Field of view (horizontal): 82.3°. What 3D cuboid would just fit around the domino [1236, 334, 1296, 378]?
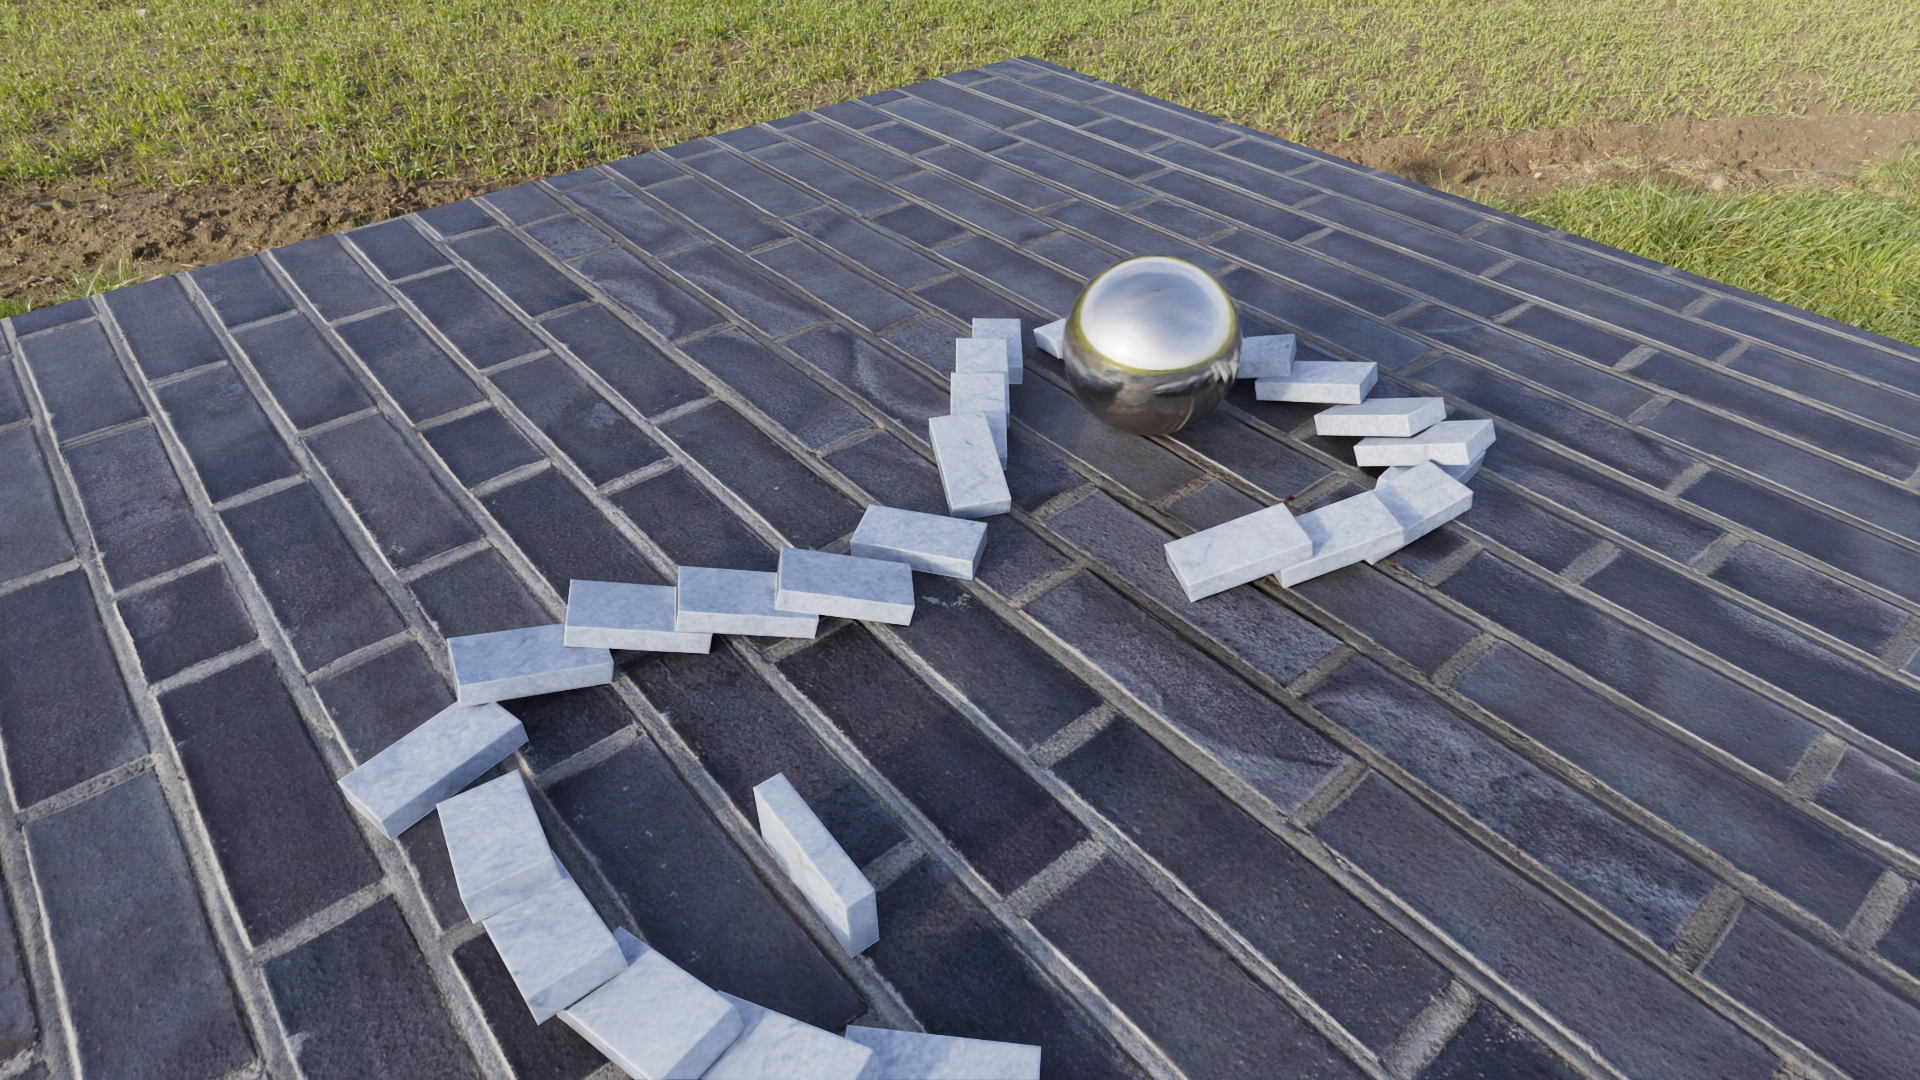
[{"bbox_3d":[0.138,-0.090,0.543,0.050,0.009,0.025,0,36,25],"label":"domino"}]

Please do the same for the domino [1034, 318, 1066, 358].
[{"bbox_3d":[0.066,-0.109,0.567,0.050,0.010,0.025,-22,31,-14],"label":"domino"}]

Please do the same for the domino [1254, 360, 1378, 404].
[{"bbox_3d":[0.170,-0.076,0.525,0.050,0.009,0.025,8,37,37],"label":"domino"}]

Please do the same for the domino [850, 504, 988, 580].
[{"bbox_3d":[-0.016,0.000,0.443,0.050,0.010,0.025,9,40,11],"label":"domino"}]

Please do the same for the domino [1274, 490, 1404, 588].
[{"bbox_3d":[0.145,-0.001,0.434,0.050,0.010,0.025,-20,41,0],"label":"domino"}]

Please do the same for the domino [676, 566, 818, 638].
[{"bbox_3d":[-0.079,0.023,0.406,0.050,0.009,0.025,5,37,-17],"label":"domino"}]

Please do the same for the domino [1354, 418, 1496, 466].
[{"bbox_3d":[0.199,-0.042,0.473,0.025,0.009,0.050,-33,22,-33],"label":"domino"}]

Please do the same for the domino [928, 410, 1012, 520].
[{"bbox_3d":[0.004,-0.032,0.472,0.025,0.010,0.050,-9,56,-8],"label":"domino"}]

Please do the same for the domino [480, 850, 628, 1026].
[{"bbox_3d":[-0.114,0.108,0.302,0.025,0.009,0.050,-28,32,-30],"label":"domino"}]

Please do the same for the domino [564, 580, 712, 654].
[{"bbox_3d":[-0.116,0.028,0.399,0.050,0.009,0.025,5,37,-18],"label":"domino"}]

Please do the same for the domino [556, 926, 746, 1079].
[{"bbox_3d":[-0.082,0.122,0.285,0.050,0.010,0.025,13,39,38],"label":"domino"}]

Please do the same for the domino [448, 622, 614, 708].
[{"bbox_3d":[-0.149,0.042,0.383,0.050,0.009,0.025,-7,38,-30],"label":"domino"}]

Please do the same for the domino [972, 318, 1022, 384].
[{"bbox_3d":[0.019,-0.097,0.562,0.025,0.010,0.050,1,39,1],"label":"domino"}]

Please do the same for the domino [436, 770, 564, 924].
[{"bbox_3d":[-0.137,0.089,0.325,0.025,0.010,0.050,-23,30,-24],"label":"domino"}]

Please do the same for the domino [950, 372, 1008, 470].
[{"bbox_3d":[0.008,-0.054,0.499,0.025,0.010,0.050,0,55,0],"label":"domino"}]

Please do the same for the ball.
[{"bbox_3d":[0.086,-0.087,0.494,0.080,0.080,0.080,0,39,0],"label":"ball"}]

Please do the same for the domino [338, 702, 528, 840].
[{"bbox_3d":[-0.170,0.071,0.356,0.025,0.010,0.050,26,46,28],"label":"domino"}]

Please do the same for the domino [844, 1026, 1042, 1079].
[{"bbox_3d":[-0.006,0.138,0.275,0.050,0.009,0.025,4,39,5],"label":"domino"}]

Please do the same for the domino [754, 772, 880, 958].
[{"bbox_3d":[-0.042,0.093,0.318,0.010,0.025,0.050,-26,46,-28],"label":"domino"}]

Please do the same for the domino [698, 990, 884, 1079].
[{"bbox_3d":[-0.047,0.132,0.272,0.050,0.010,0.025,5,37,30],"label":"domino"}]

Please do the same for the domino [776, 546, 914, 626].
[{"bbox_3d":[-0.043,0.017,0.412,0.050,0.009,0.025,8,36,-13],"label":"domino"}]

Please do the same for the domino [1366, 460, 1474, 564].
[{"bbox_3d":[0.180,-0.012,0.448,0.050,0.009,0.025,-28,45,-10],"label":"domino"}]

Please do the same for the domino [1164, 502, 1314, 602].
[{"bbox_3d":[0.108,0.004,0.428,0.050,0.009,0.025,-19,41,0],"label":"domino"}]

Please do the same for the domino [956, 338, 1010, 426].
[{"bbox_3d":[0.011,-0.076,0.527,0.025,0.010,0.050,0,53,0],"label":"domino"}]

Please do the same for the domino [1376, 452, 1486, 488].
[{"bbox_3d":[0.205,-0.029,0.479,0.025,0.009,0.050,31,49,32],"label":"domino"}]

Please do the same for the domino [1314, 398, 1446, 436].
[{"bbox_3d":[0.188,-0.055,0.493,0.025,0.009,0.050,-24,17,-26],"label":"domino"}]
